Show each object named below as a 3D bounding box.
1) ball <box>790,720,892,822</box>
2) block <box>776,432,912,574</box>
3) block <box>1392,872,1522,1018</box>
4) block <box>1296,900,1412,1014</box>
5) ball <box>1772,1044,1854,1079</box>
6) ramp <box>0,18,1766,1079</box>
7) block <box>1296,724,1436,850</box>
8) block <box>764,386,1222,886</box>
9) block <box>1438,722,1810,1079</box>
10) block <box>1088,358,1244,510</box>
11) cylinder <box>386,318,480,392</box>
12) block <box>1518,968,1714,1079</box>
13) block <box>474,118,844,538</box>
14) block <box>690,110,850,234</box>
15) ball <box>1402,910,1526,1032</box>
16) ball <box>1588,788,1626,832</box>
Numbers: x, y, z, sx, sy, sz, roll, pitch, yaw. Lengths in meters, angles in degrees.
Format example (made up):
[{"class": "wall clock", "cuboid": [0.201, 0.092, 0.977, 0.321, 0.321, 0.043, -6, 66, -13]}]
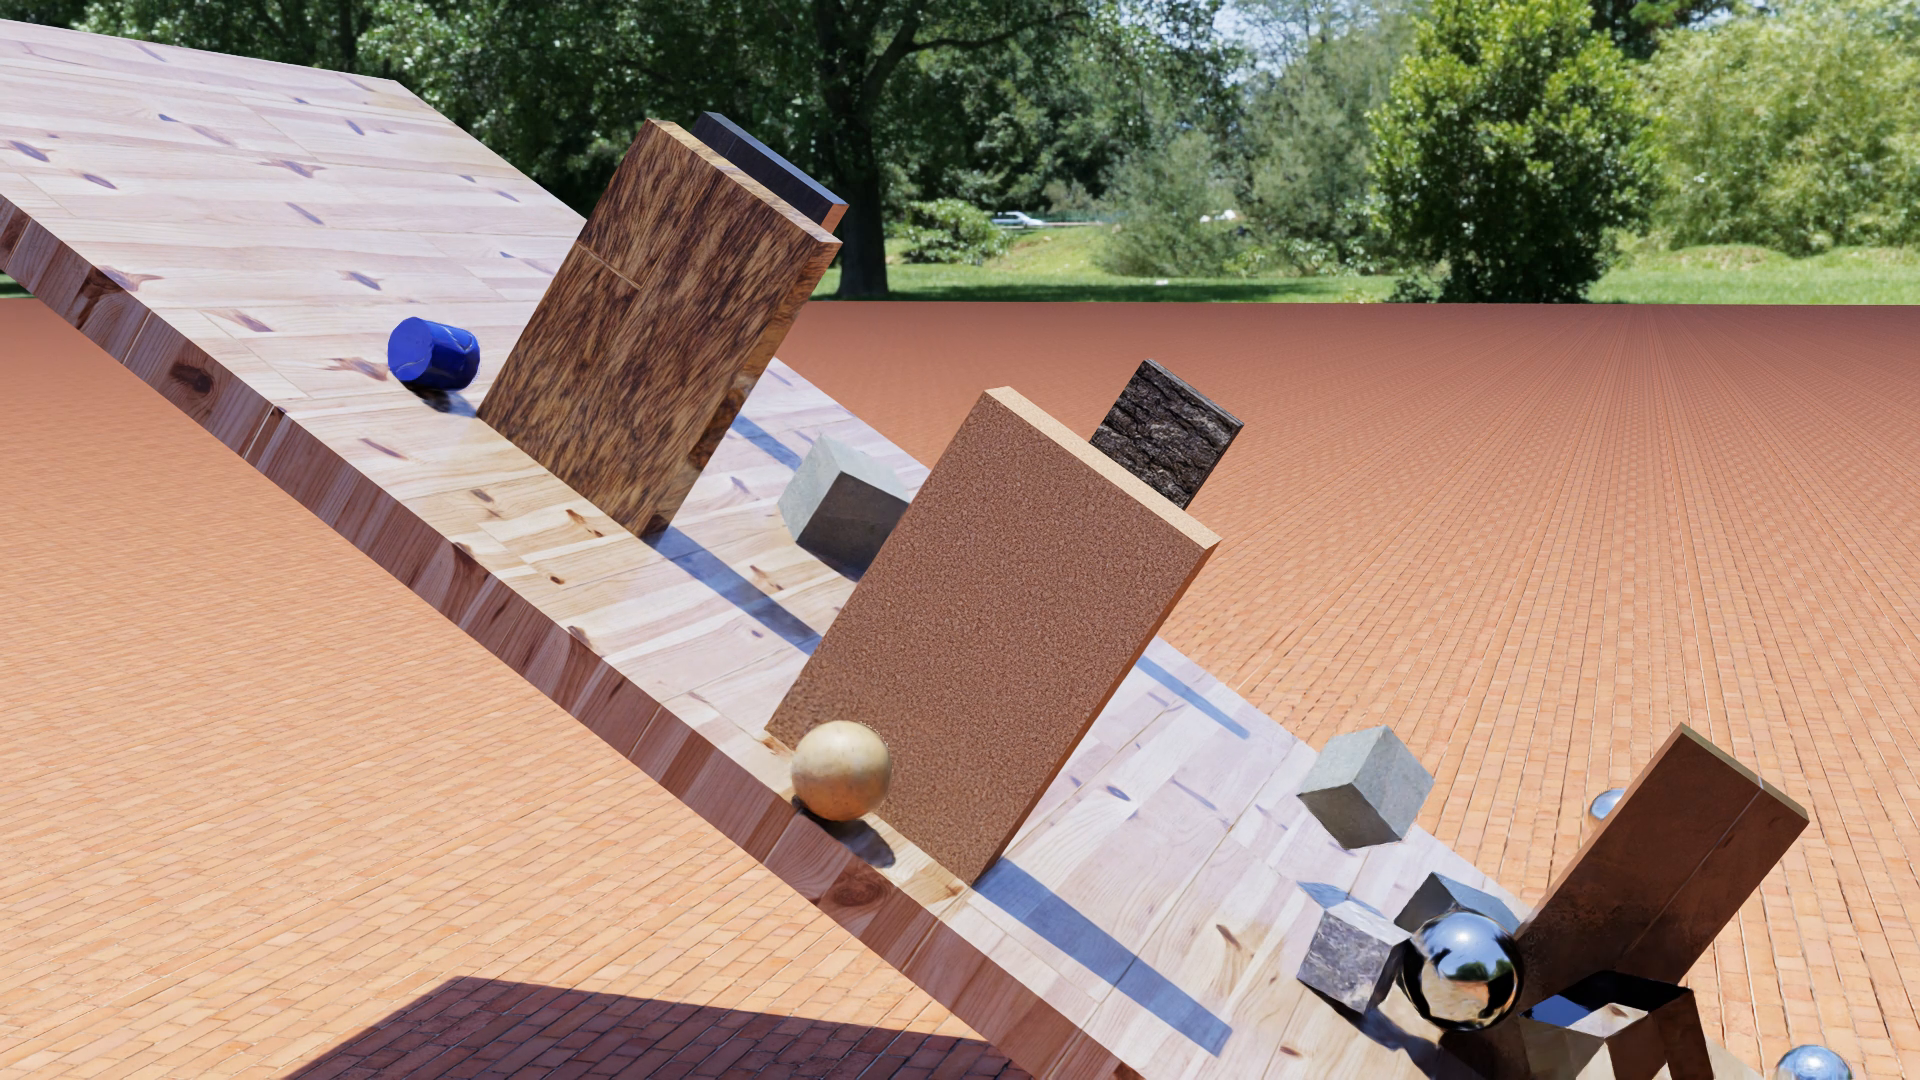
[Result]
[{"class": "ball", "cuboid": [-0.168, 0.326, 3.111, 0.143, 0.143, 0.143, 0, 7, 0]}, {"class": "block", "cuboid": [-0.220, -0.068, 4.175, 0.166, 0.166, 0.166, 25, 17, -28]}, {"class": "block", "cuboid": [0.894, 0.742, 3.913, 0.186, 0.186, 0.186, 24, 18, -31]}, {"class": "block", "cuboid": [0.657, 0.691, 3.653, 0.125, 0.125, 0.125, 26, 11, 25]}, {"class": "ball", "cuboid": [1.768, 1.127, 4.555, 0.161, 0.161, 0.161, 0, 7, 0]}, {"class": "ramp", "cuboid": [-0.114, 0.195, 4.093, 4.000, 0.100, 2.000, 36, 15, 10]}, {"class": "block", "cuboid": [0.742, 0.454, 4.025, 0.149, 0.149, 0.149, -23, 24, 53]}, {"class": "block", "cuboid": [0.043, 0.140, 3.219, 0.386, 0.612, 0.129, 36, 15, 10]}, {"class": "block", "cuboid": [1.103, 0.650, 3.685, 0.242, 0.676, 0.092, 36, 15, 10]}, {"class": "block", "cuboid": [0.344, -0.089, 4.661, 0.241, 0.547, 0.084, 36, 15, 10]}, {"class": "cylinder", "cuboid": [-0.882, -0.311, 3.684, 0.108, 0.108, 0.108, 4, -3, 33]}, {"class": "block", "cuboid": [1.032, 0.814, 3.451, 0.191, 0.191, 0.191, -19, 8, -27]}, {"class": "block", "cuboid": [-0.505, -0.349, 3.656, 0.360, 0.586, 0.106, 36, 15, 10]}, {"class": "block", "cuboid": [-0.503, -0.567, 4.494, 0.336, 0.502, 0.092, 36, 15, 10]}, {"class": "ball", "cuboid": [0.828, 0.710, 3.620, 0.197, 0.197, 0.197, 0, 7, 0]}, {"class": "ball", "cuboid": [2.125, 0.900, 7.098, 0.194, 0.194, 0.194, 0, 7, 0]}]
